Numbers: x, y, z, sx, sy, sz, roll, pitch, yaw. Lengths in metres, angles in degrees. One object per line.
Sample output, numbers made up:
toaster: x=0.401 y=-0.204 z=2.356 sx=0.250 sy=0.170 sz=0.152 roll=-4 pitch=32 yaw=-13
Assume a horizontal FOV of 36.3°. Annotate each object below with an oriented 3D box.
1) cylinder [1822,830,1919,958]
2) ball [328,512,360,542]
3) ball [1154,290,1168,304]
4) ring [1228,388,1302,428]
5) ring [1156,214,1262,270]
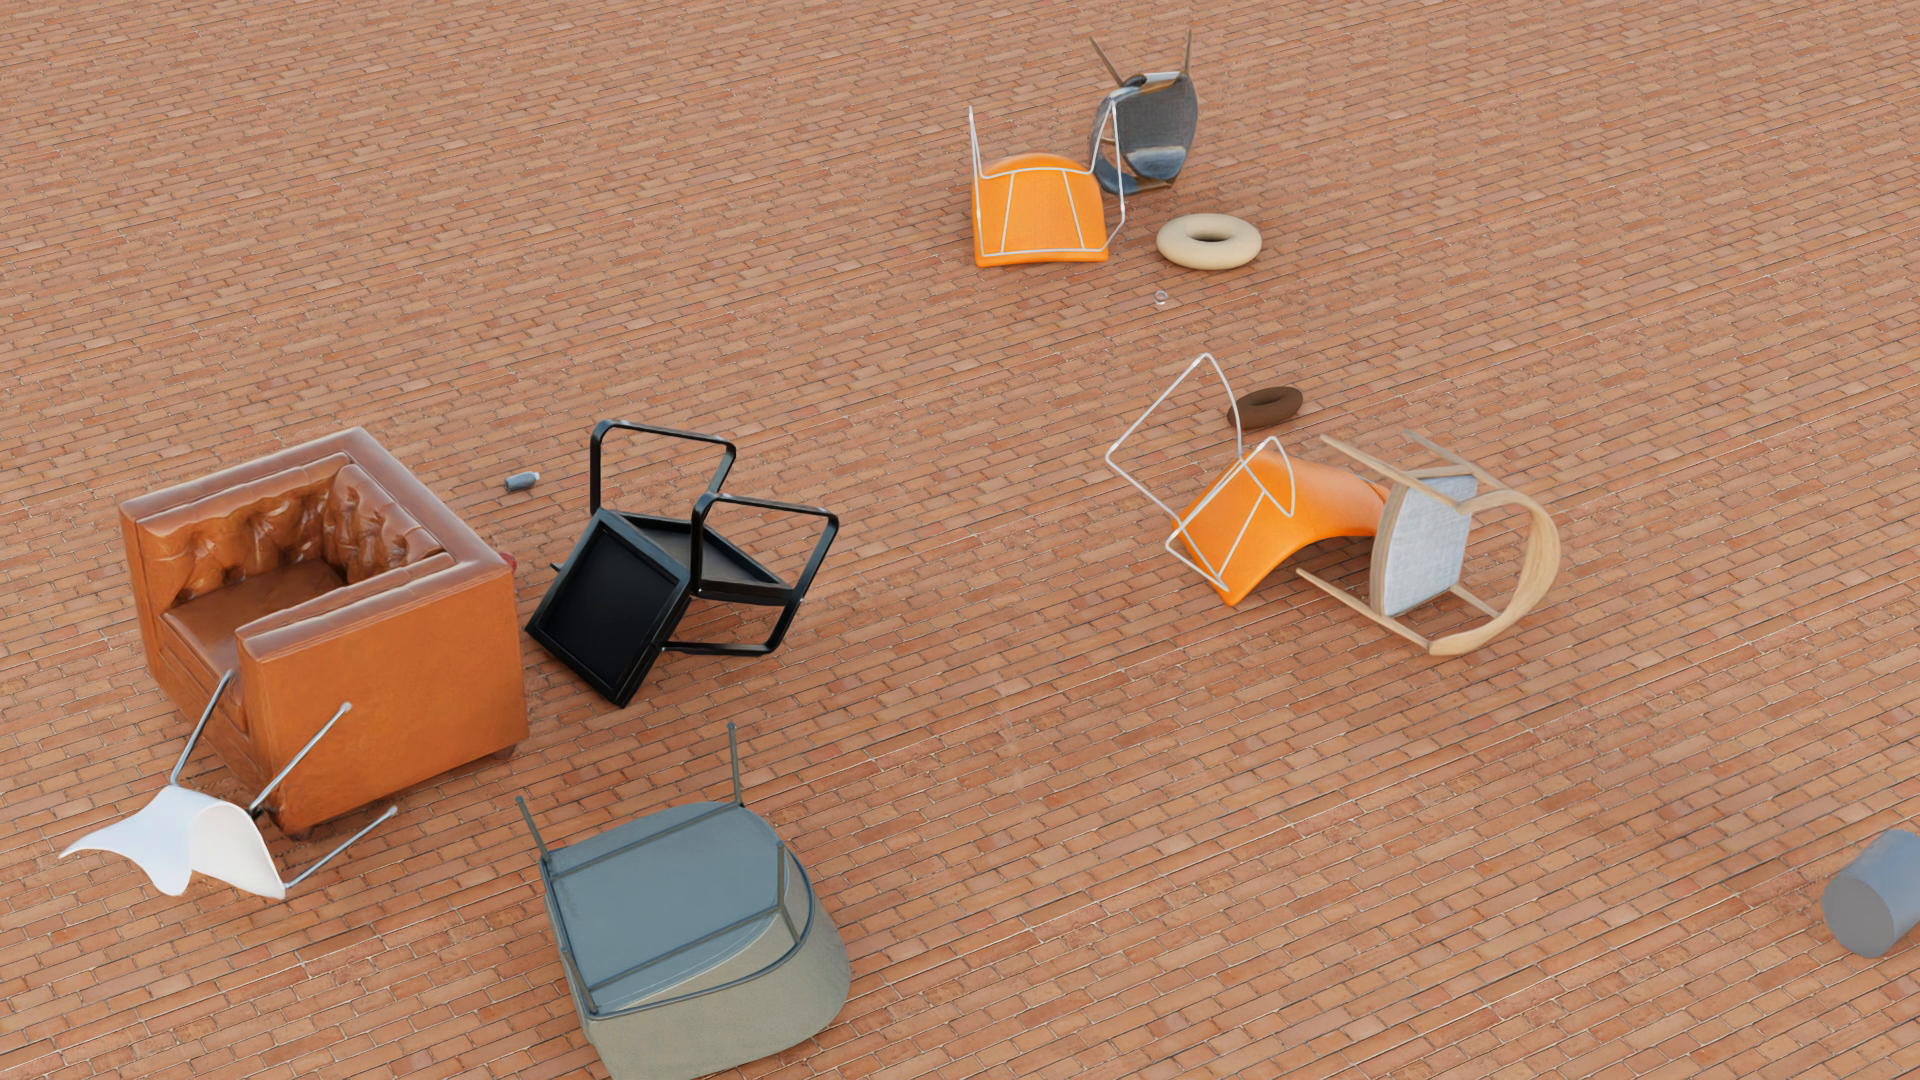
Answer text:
cylinder: x=2.847 y=1.088 z=9.042 sx=0.309 sy=0.283 sz=0.241 roll=-30 pitch=22 yaw=-37
ball: x=-2.293 y=-0.048 z=10.913 sx=0.115 sy=0.115 sz=0.115 roll=0 pitch=33 yaw=0
ball: x=0.854 y=-1.030 z=12.452 sx=0.060 sy=0.060 sz=0.060 roll=0 pitch=33 yaw=0
ring: x=1.214 y=-0.527 z=11.659 sx=0.360 sy=0.095 sz=0.166 roll=-19 pitch=36 yaw=-27
ring: x=1.089 y=-1.305 z=12.820 sx=0.465 sy=0.119 sz=0.403 roll=-1 pitch=34 yaw=-4
